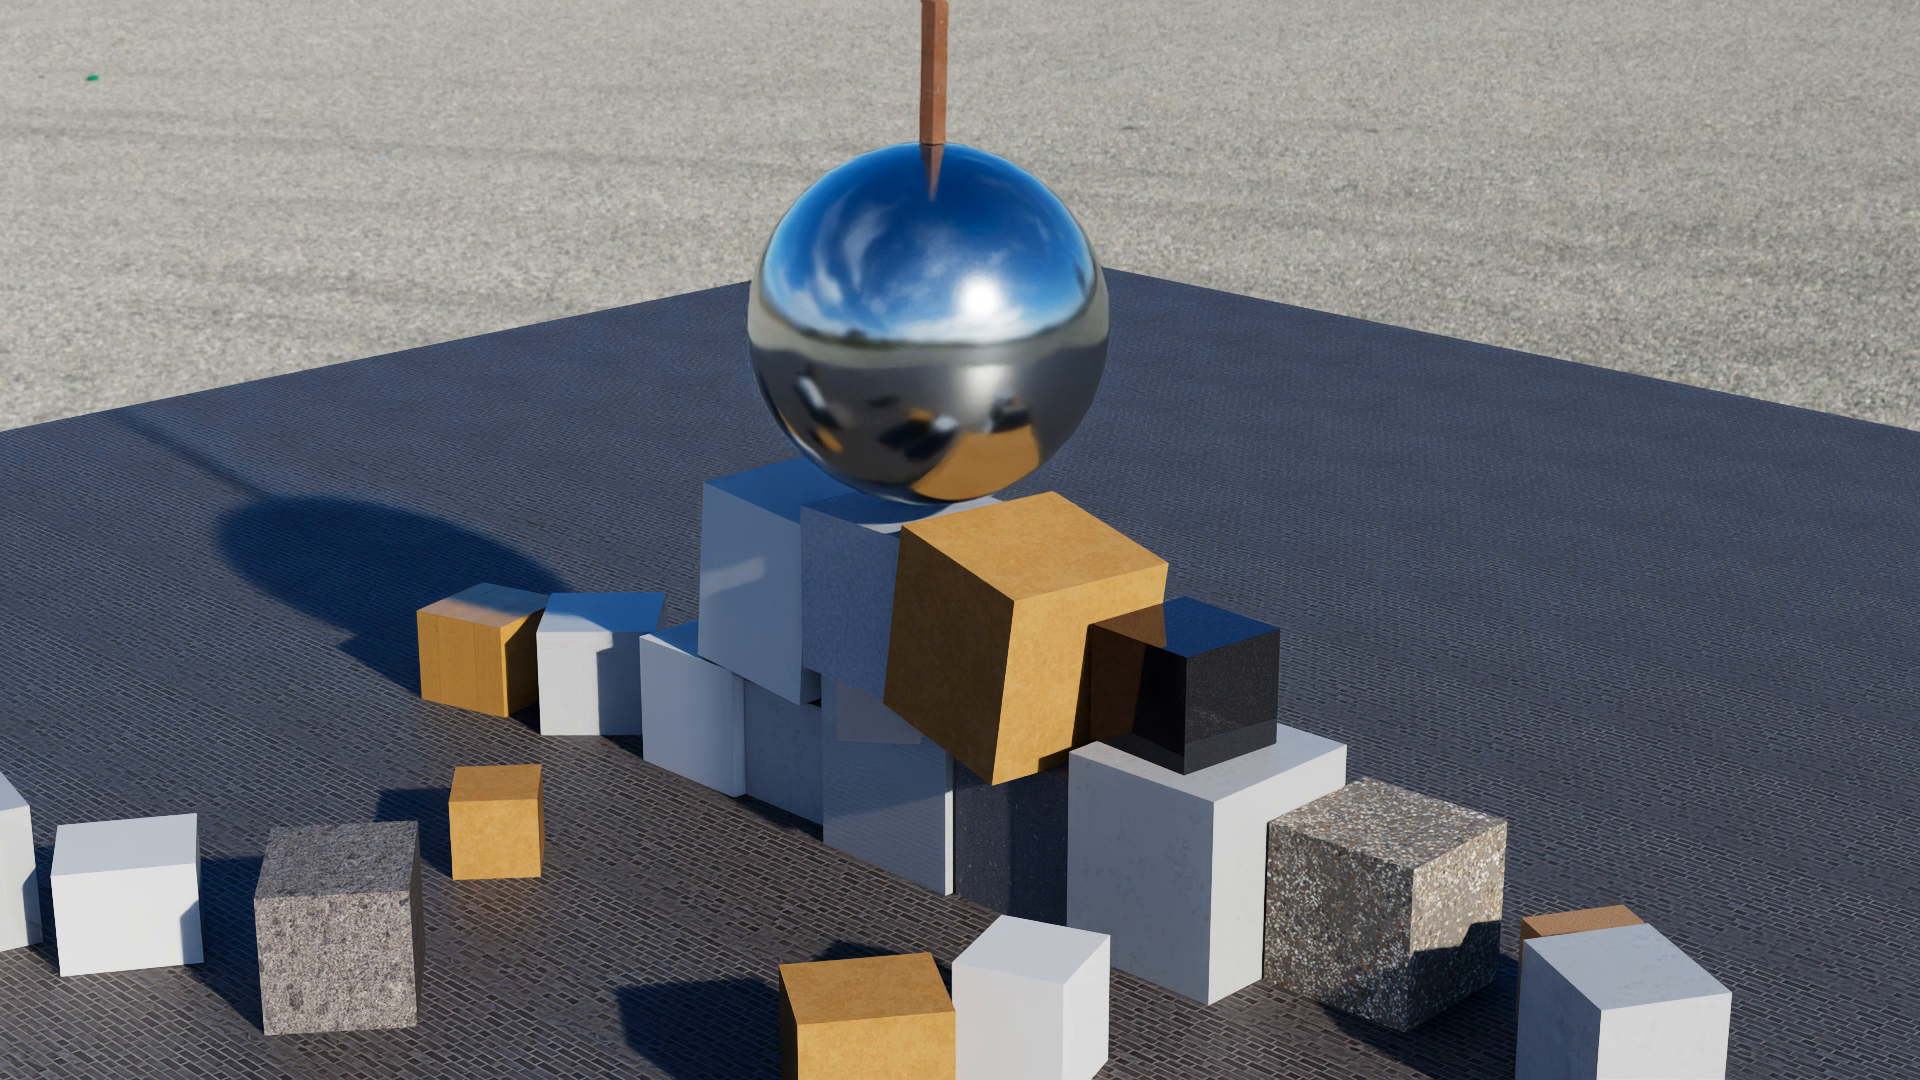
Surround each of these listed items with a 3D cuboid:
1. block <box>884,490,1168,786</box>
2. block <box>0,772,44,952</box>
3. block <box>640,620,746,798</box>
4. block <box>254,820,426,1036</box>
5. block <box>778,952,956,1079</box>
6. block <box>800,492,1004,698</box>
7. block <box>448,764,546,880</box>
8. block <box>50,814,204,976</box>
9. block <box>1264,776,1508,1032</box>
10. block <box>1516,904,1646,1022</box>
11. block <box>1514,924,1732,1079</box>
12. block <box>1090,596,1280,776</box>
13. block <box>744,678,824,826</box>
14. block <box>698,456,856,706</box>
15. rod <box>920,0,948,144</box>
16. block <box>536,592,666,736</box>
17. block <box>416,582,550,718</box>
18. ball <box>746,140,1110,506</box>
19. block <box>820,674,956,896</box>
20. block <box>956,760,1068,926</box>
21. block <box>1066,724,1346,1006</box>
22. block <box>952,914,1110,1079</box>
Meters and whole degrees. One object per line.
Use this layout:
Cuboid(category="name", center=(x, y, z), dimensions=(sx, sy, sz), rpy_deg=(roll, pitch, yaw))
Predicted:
Cuboid(category="block", center=(0.277, 0.414, 12.847), dimensions=(0.843, 0.885, 0.804), rpy_deg=(-13, 31, -35))
Cuboid(category="block", center=(-4.422, 1.405, 12.804), dimensions=(0.582, 0.642, 0.680), rpy_deg=(-11, 20, -31))
Cuboid(category="block", center=(-1.085, 0.791, 14.728), dimensions=(0.700, 0.660, 0.754), rpy_deg=(17, 24, 42))
Cuboid(category="block", center=(-2.572, 1.606, 12.224), dimensions=(0.614, 0.606, 0.734), rpy_deg=(-2, 18, -7))
Cuboid(category="block", center=(-0.355, 1.964, 11.113), dimensions=(0.590, 0.589, 0.513), rpy_deg=(-3, 18, -11))
Cuboid(category="block", center=(-0.221, 0.220, 13.525), dimensions=(0.735, 0.787, 0.712), rpy_deg=(-15, 23, -40))
Cuboid(category="block", center=(-2.138, 1.301, 13.563), dimensions=(0.398, 0.384, 0.428), rpy_deg=(-2, 18, -5))
Cuboid(category="block", center=(-3.596, 1.530, 12.703), dimensions=(0.590, 0.463, 0.562), rpy_deg=(-4, 18, -13))
Cuboid(category="block", center=(1.783, 1.516, 12.316), dimensions=(0.720, 0.722, 0.685), rpy_deg=(15, 23, 40))
Cuboid(category="block", center=(2.572, 1.808, 11.824), dimensions=(0.459, 0.460, 0.498), rpy_deg=(-5, 18, -15))
Cuboid(category="block", center=(2.528, 1.912, 11.226), dimensions=(0.539, 0.621, 0.632), rpy_deg=(-5, 18, -15))
Cuboid(category="block", center=(0.956, 0.612, 12.488), dimensions=(0.558, 0.521, 0.566), rpy_deg=(-15, 23, -39))
Cuboid(category="block", center=(-0.596, 0.967, 14.265), dimensions=(0.605, 0.601, 0.673), rpy_deg=(-17, 24, -42))
Cuboid(category="block", center=(-0.721, 0.172, 14.147), dimensions=(0.756, 0.896, 0.749), rpy_deg=(-16, 29, -42))
Cuboid(category="rod", center=(-0.060, -4.216, 11.954), dimensions=(0.080, 5.200, 0.080), rpy_deg=(17, 22, 42))
Cuboid(category="block", center=(-1.864, 0.643, 15.359), dimensions=(0.604, 0.563, 0.633), rpy_deg=(0, 17, 0))
Cuboid(category="block", center=(-2.493, 0.580, 15.668), dimensions=(0.557, 0.498, 0.553), rpy_deg=(10, 20, 28))
Cuboid(category="ball", center=(-0.138, -0.951, 12.898), dimensions=(1.600, 1.600, 1.600), rpy_deg=(0, 17, 0))
Cuboid(category="block", center=(-0.069, 1.031, 13.659), dimensions=(0.794, 0.842, 0.832), rpy_deg=(-16, 24, -42))
Cuboid(category="block", center=(0.516, 1.237, 13.159), dimensions=(0.731, 0.750, 0.780), rpy_deg=(16, 24, 42))
Cuboid(category="block", center=(1.057, 1.322, 12.620), dimensions=(0.796, 0.911, 0.888), rpy_deg=(16, 24, 42))
Cuboid(category="block", center=(0.280, 1.856, 11.528), dimensions=(0.466, 0.546, 0.483), rpy_deg=(8, 19, 23))
